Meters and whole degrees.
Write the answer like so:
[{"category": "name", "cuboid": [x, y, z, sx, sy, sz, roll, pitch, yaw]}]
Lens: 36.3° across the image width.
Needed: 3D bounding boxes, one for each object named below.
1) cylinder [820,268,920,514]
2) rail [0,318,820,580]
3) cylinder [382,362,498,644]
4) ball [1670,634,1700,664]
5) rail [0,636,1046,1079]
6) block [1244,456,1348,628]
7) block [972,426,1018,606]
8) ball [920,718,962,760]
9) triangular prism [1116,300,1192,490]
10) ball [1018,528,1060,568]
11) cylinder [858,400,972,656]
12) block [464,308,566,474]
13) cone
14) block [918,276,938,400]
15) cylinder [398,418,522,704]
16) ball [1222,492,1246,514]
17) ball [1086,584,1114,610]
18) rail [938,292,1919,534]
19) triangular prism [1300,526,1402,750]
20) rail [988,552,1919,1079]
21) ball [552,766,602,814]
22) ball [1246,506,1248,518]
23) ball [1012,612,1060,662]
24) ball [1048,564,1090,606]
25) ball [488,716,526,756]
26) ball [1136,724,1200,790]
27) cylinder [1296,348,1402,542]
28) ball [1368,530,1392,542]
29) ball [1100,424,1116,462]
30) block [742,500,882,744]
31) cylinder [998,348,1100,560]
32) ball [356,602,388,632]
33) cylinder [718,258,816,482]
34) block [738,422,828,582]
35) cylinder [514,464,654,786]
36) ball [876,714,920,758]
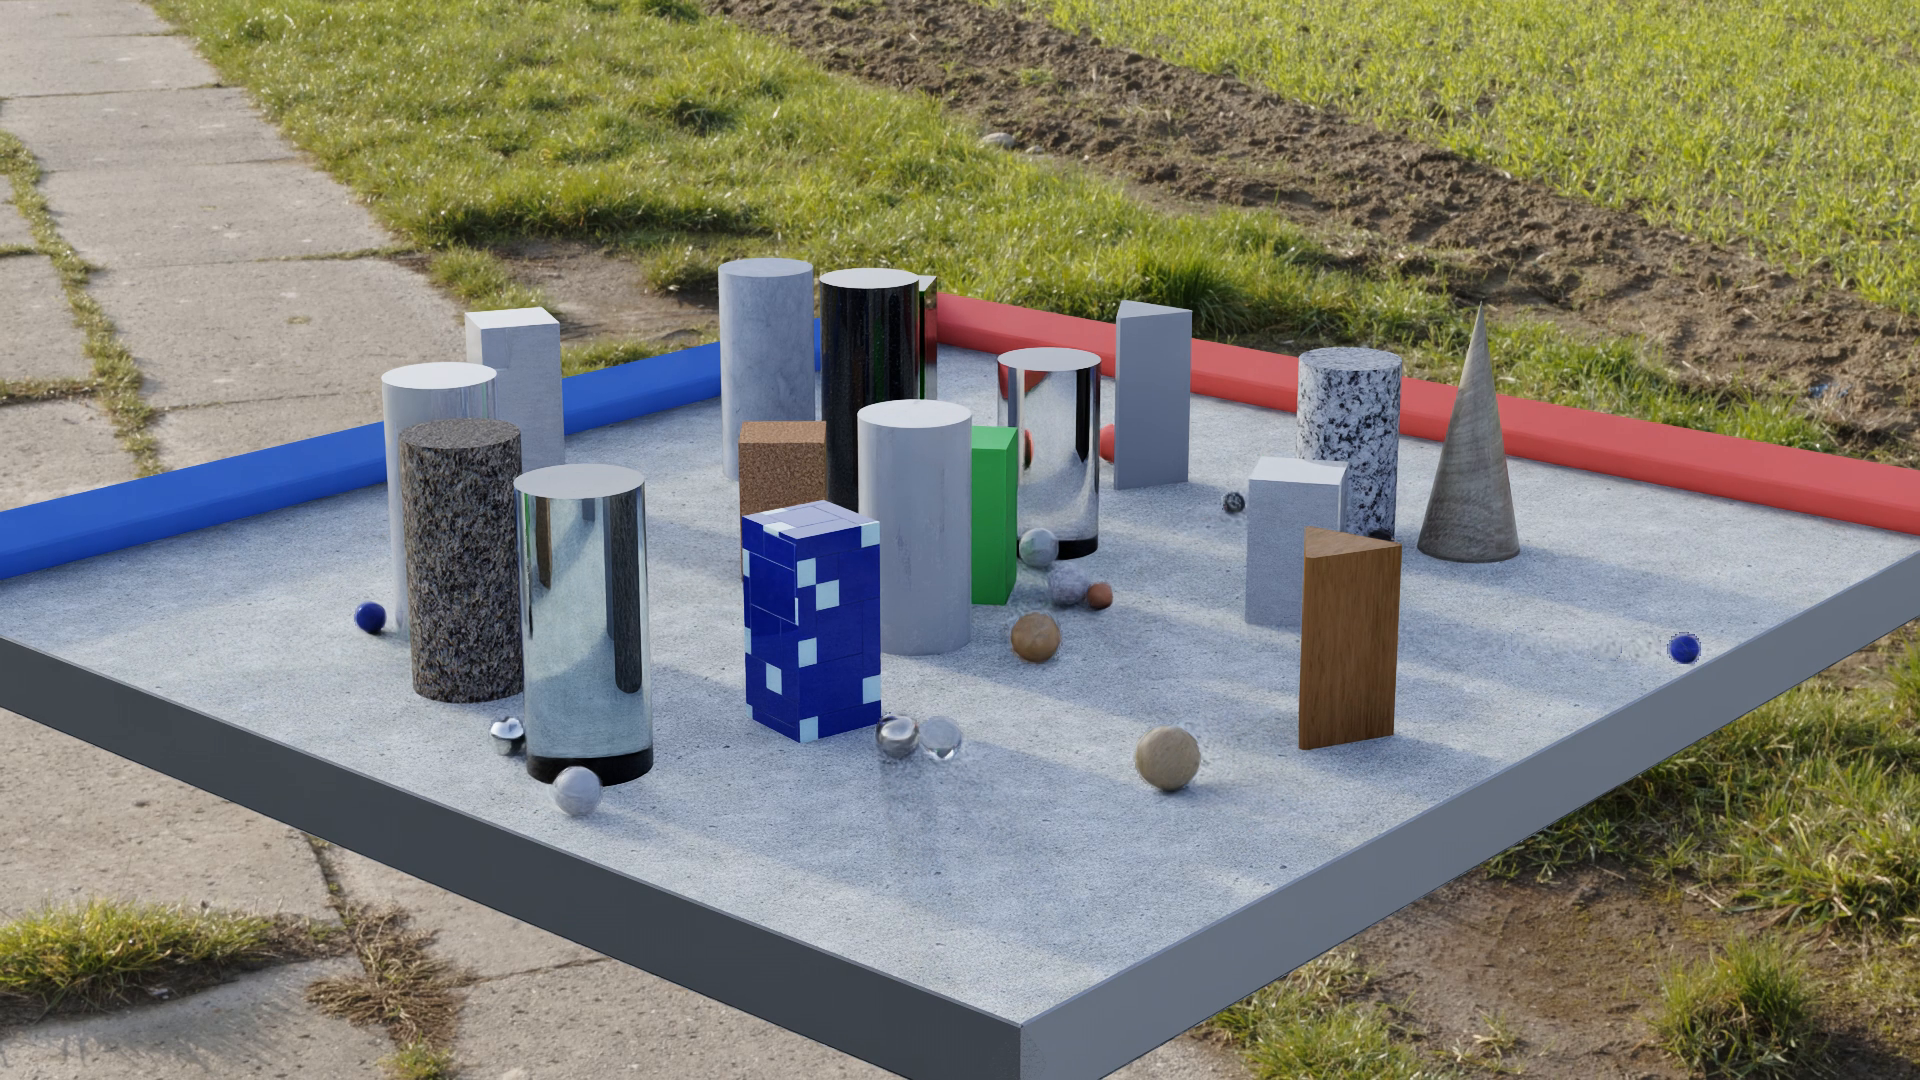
[{"category": "cylinder", "cuboid": [-0.170, -0.274, 5.558, 0.187, 0.453, 0.187, 0, 17, 0]}, {"category": "rail", "cuboid": [-0.986, -0.217, 5.940, 0.045, 0.121, 2.857, 14, 22, 39]}, {"category": "cylinder", "cuboid": [-0.854, -0.060, 4.872, 0.187, 0.440, 0.187, 0, 17, 0]}, {"category": "ball", "cuboid": [1.178, 0.177, 4.768, 0.047, 0.047, 0.047, 0, 17, 0]}, {"category": "rail", "cuboid": [-0.921, 0.338, 4.105, 2.658, 0.121, 0.045, 14, 22, 39]}, {"category": "block", "cuboid": [0.573, 0.004, 4.984, 0.150, 0.254, 0.150, 4, 17, 13]}, {"category": "block", "cuboid": [0.015, -0.045, 5.101, 0.150, 0.279, 0.150, 2, 17, 8]}, {"category": "ball", "cuboid": [-0.028, 0.296, 4.350, 0.062, 0.062, 0.062, 0, 17, 0]}, {"category": "triangular prism", "cuboid": [0.352, -0.292, 5.803, 0.162, 0.345, 0.140, -7, 18, -22]}, {"category": "ball", "cuboid": [0.142, 0.014, 5.263, 0.073, 0.073, 0.073, 0, 17, 0]}, {"category": "cylinder", "cuboid": [-0.074, -0.022, 4.840, 0.187, 0.386, 0.187, 0, 17, 0]}, {"category": "block", "cuboid": [-0.850, -0.245, 5.609, 0.150, 0.368, 0.150, -6, 18, -20]}, {"category": "cone", "cuboid": [0.934, -0.208, 5.317, 0.187, 0.466, 0.187, 0, 17, 0]}, {"category": "block", "cuboid": [-0.133, -0.349, 5.971, 0.150, 0.358, 0.150, 3, 17, 9]}, {"category": "cylinder", "cuboid": [-0.778, 0.031, 4.619, 0.187, 0.413, 0.187, 0, 17, 0]}, {"category": "ball", "cuboid": [0.522, -0.070, 5.590, 0.044, 0.044, 0.044, 0, 17, 0]}, {"category": "ball", "cuboid": [0.240, 0.097, 5.032, 0.047, 0.047, 0.047, 0, 17, 0]}, {"category": "rail", "cuboid": [0.921, -0.277, 6.136, 2.658, 0.121, 0.045, 14, 22, 39]}, {"category": "triangular prism", "cuboid": [0.558, 0.142, 4.445, 0.162, 0.301, 0.140, -7, 18, -23]}, {"category": "rail", "cuboid": [0.986, 0.278, 4.302, 0.045, 0.121, 2.857, 14, 22, 39]}, {"category": "ball", "cuboid": [-0.542, 0.354, 4.146, 0.069, 0.069, 0.069, 0, 17, 0]}, {"category": "ball", "cuboid": [0.561, -0.053, 5.527, 0.047, 0.047, 0.047, 0, 17, 0]}, {"category": "ball", "cuboid": [0.124, 0.159, 4.770, 0.081, 0.081, 0.081, 0, 17, 0]}, {"category": "ball", "cuboid": [0.189, 0.077, 5.055, 0.073, 0.073, 0.073, 0, 17, 0]}, {"category": "ball", "cuboid": [-0.674, 0.292, 4.370, 0.057, 0.057, 0.057, 0, 17, 0]}, {"category": "ball", "cuboid": [0.301, 0.314, 4.236, 0.094, 0.094, 0.094, 0, 17, 0]}, {"category": "cylinder", "cuboid": [0.711, -0.166, 5.389, 0.187, 0.344, 0.187, 0, 17, 0]}, {"category": "ball", "cuboid": [0.762, 0.006, 5.329, 0.049, 0.049, 0.049, 0, 17, 0]}, {"category": "ball", "cuboid": [0.312, -0.196, 5.951, 0.077, 0.077, 0.077, 0, 17, 0]}, {"category": "block", "cuboid": [-0.226, 0.123, 4.473, 0.150, 0.322, 0.150, -12, 21, -35]}, {"category": "cylinder", "cuboid": [0.161, -0.158, 5.349, 0.187, 0.353, 0.187, 0, 17, 0]}, {"category": "ball", "cuboid": [-0.987, 0.130, 4.918, 0.051, 0.051, 0.051, 0, 17, 0]}, {"category": "cylinder", "cuboid": [-0.382, -0.336, 5.826, 0.187, 0.418, 0.187, 0, 17, 0]}, {"category": "block", "cuboid": [-0.313, -0.070, 5.226, 0.150, 0.254, 0.150, 0, 17, -1]}, {"category": "cylinder", "cuboid": [-0.547, 0.124, 4.273, 0.187, 0.436, 0.187, 0, 17, 0]}, {"category": "ball", "cuboid": [-0.092, 0.291, 4.358, 0.066, 0.066, 0.066, 0, 17, 0]}]
